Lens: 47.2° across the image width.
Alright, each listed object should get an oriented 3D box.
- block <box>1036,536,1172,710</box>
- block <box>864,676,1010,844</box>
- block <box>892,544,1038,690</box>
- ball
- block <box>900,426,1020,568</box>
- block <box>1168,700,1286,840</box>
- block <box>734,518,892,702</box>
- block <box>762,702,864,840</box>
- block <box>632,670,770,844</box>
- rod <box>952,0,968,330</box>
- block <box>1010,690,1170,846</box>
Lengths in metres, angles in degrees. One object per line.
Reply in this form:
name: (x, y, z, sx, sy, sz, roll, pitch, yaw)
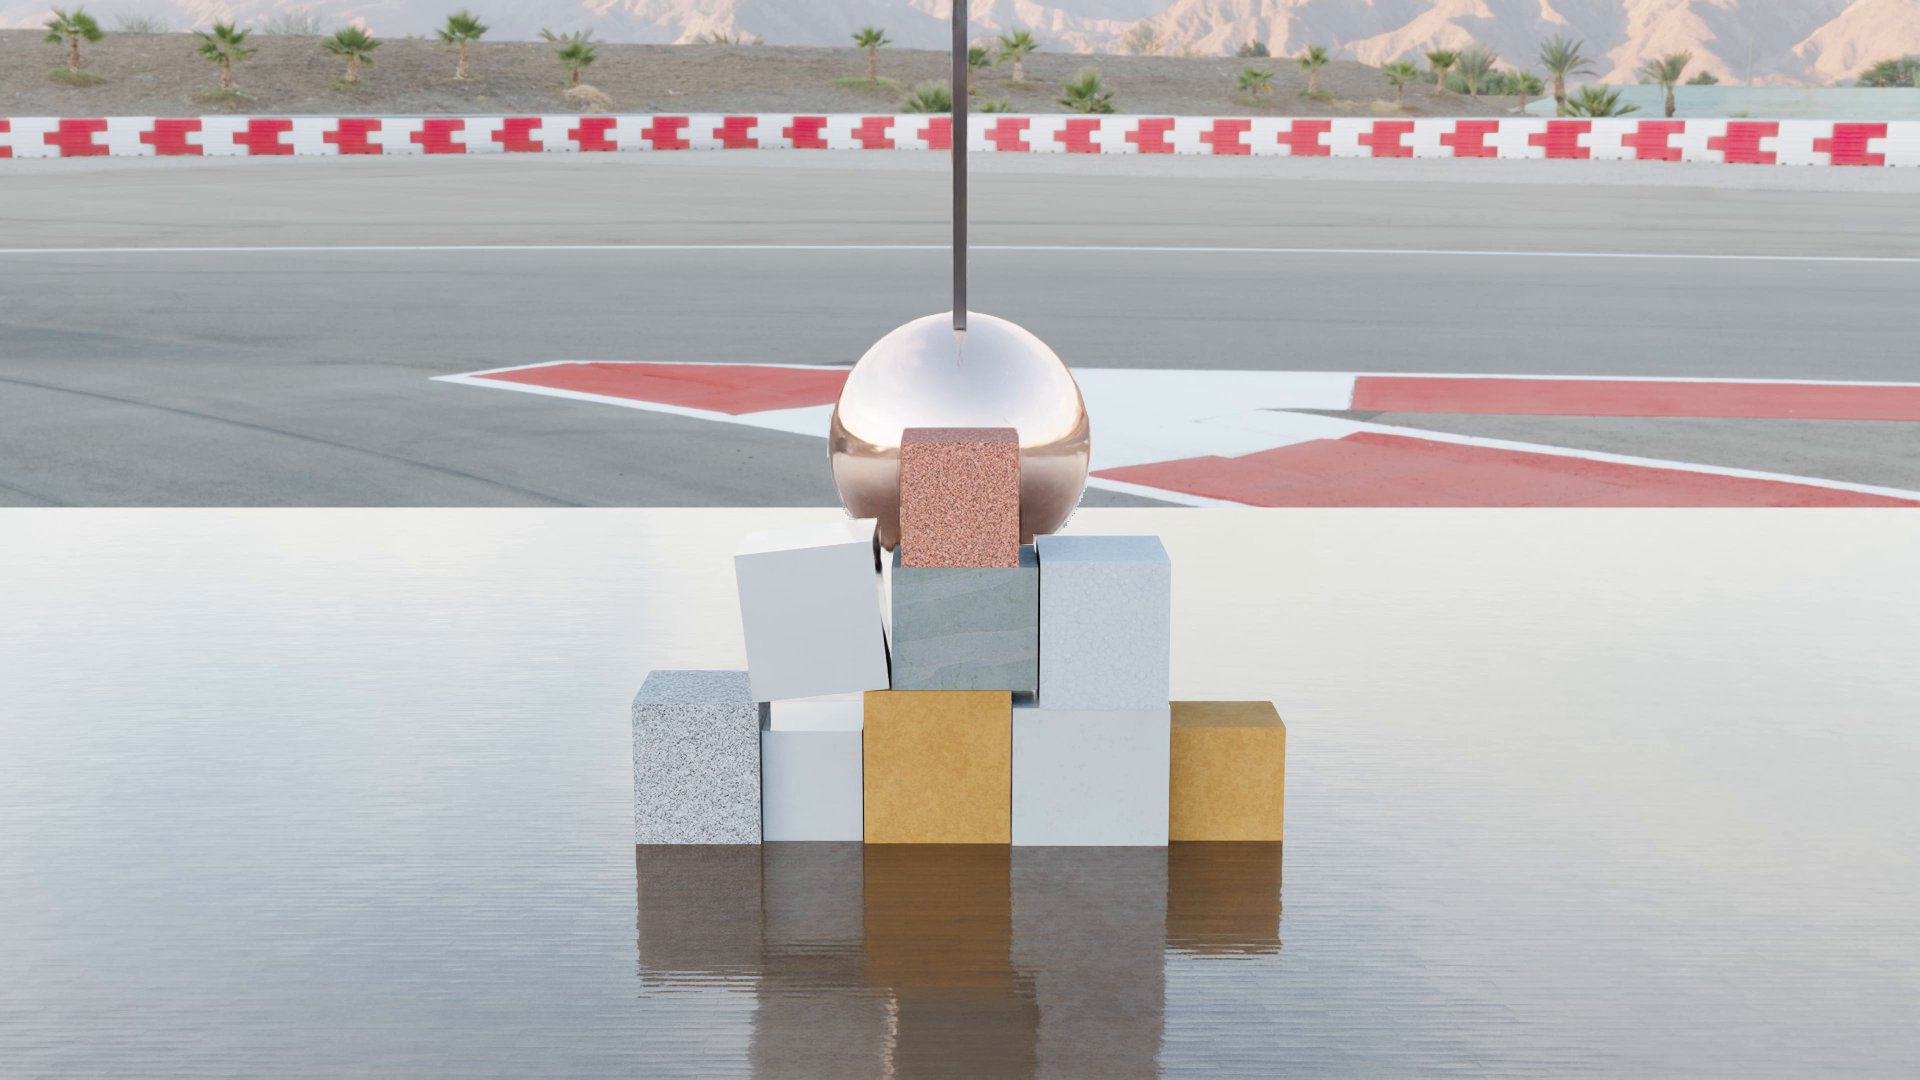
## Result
block: (0.718, 0.410, 11.244, 0.641, 0.748, 0.729, 0, 10, 0)
block: (-0.115, 1.084, 11.393, 0.737, 0.791, 0.685, 0, 10, 0)
block: (0.023, 0.388, 11.264, 0.729, 0.625, 0.631, 0, 10, 0)
ball: (0.000, -0.589, 13.406, 1.600, 1.600, 1.600, 0, 10, 0)
block: (0.000, -0.225, 11.137, 0.584, 0.627, 0.592, 0, 10, 0)
block: (1.350, 1.187, 11.381, 0.581, 0.592, 0.532, 0, 10, 0)
block: (-0.736, 0.351, 11.243, 0.688, 0.755, 0.652, -6, 10, 1)
block: (-0.745, 1.193, 11.400, 0.505, 0.575, 0.576, 0, 10, 0)
block: (-1.324, 1.114, 11.396, 0.633, 0.731, 0.700, 0, 10, 0)
rod: (0.000, -3.447, 11.564, 0.080, 5.200, 0.080, 0, 33, 0)
block: (0.657, 1.123, 11.399, 0.786, 0.712, 0.759, 0, 10, 0)
